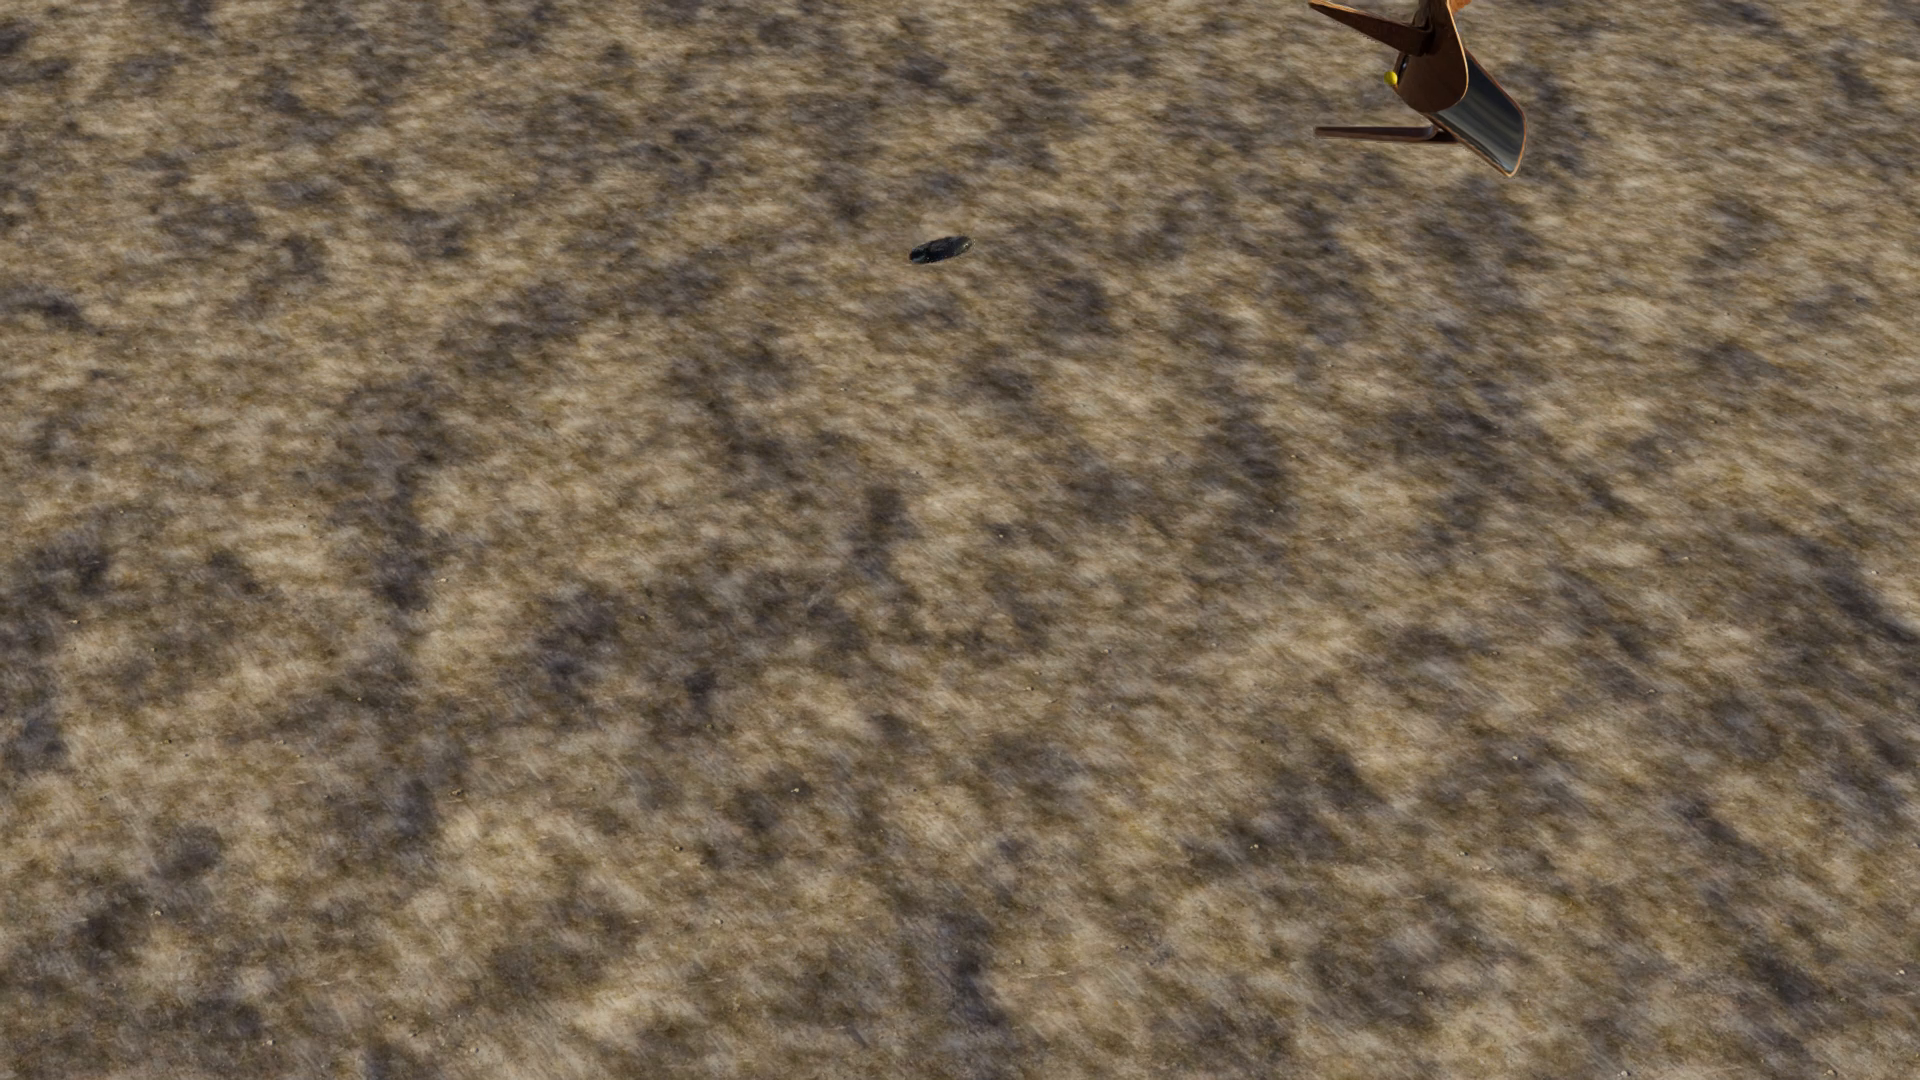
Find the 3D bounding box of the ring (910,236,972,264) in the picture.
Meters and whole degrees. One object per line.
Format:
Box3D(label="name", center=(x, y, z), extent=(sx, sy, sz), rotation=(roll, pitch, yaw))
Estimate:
Box3D(label="ring", center=(-0.053, -0.801, 8.092), extent=(0.184, 0.044, 0.132), rotation=(-11, 16, 19))
